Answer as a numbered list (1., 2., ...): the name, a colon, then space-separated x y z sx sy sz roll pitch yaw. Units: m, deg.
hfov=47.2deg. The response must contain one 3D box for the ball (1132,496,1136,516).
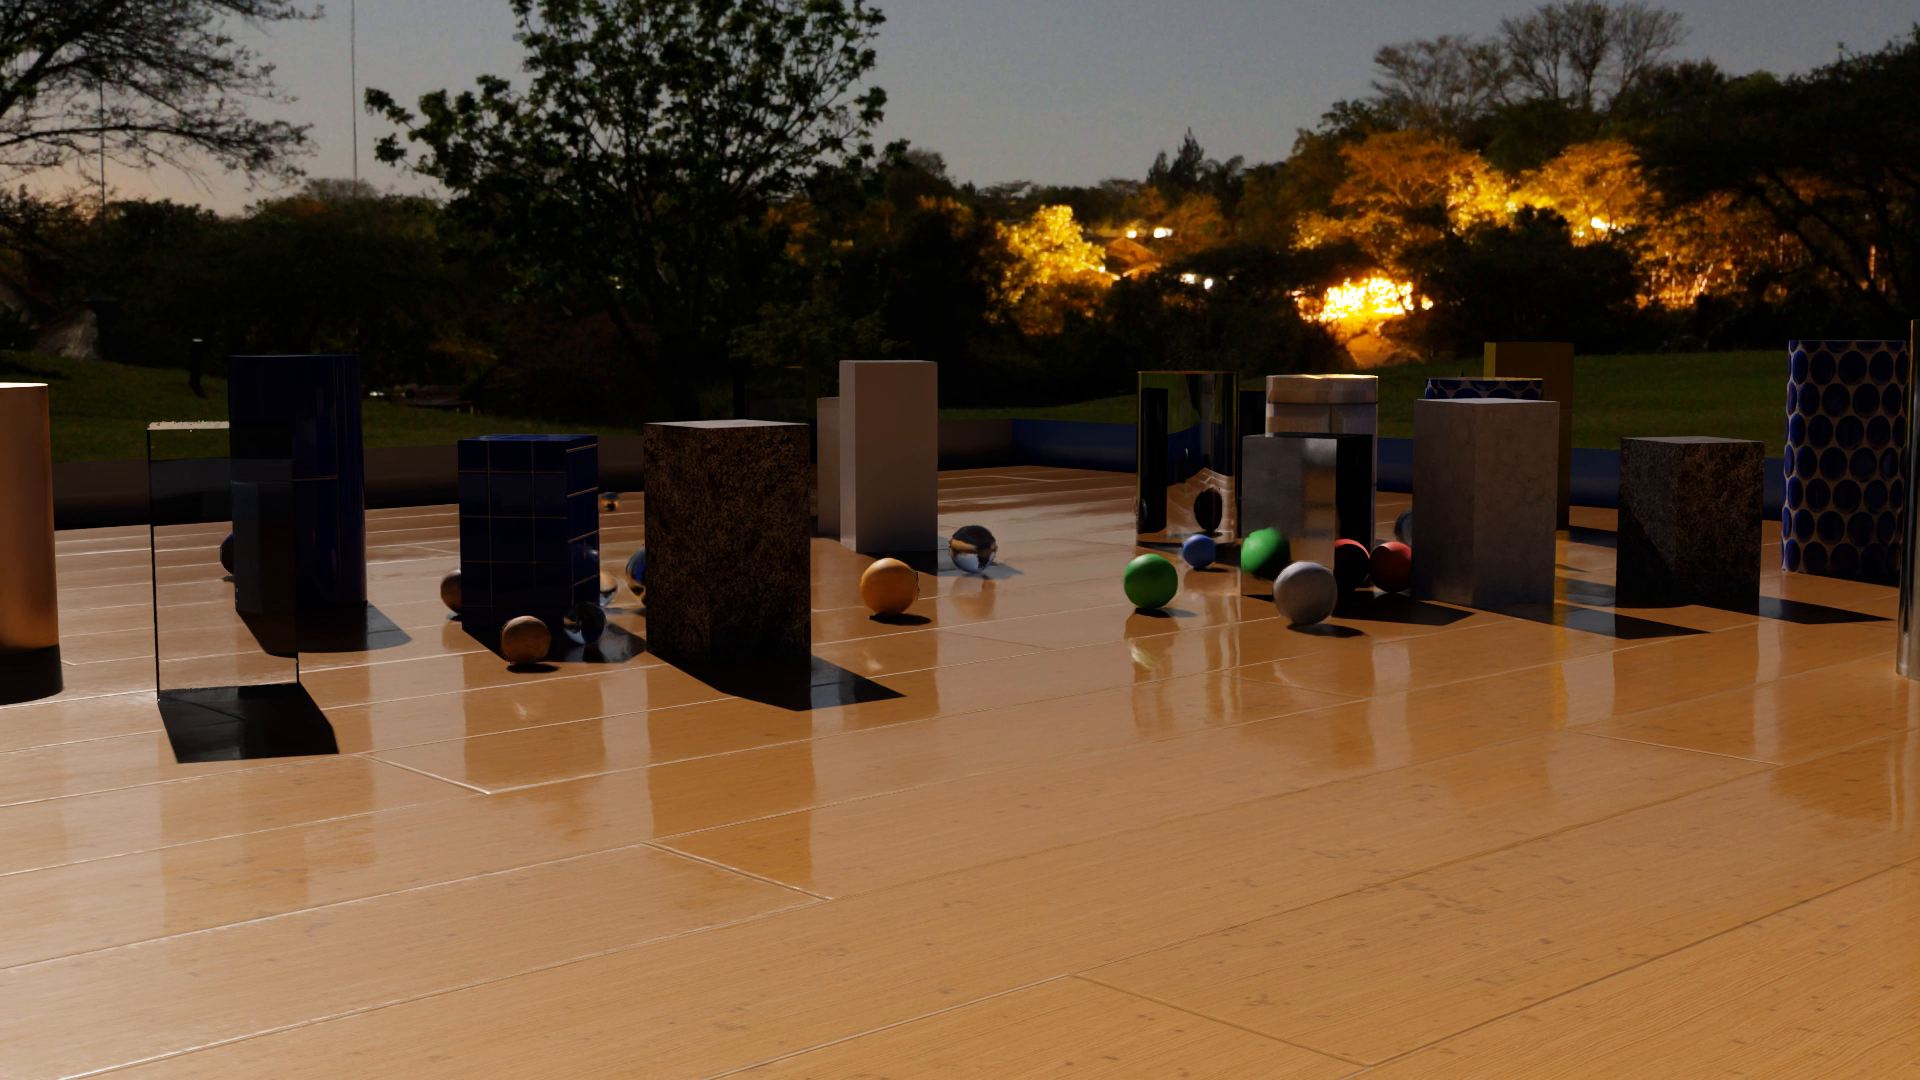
1. ball: 0.398 -0.070 4.469 0.094 0.094 0.094 0 6 0

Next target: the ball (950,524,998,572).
1. ball: 0.022 0.014 3.726 0.081 0.081 0.081 0 6 0

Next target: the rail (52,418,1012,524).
1. rail: -1.459 -0.133 4.905 4.431 0.125 0.045 -6 8 -42

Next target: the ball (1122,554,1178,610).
1. ball: 0.283 0.062 3.268 0.082 0.082 0.082 0 6 0

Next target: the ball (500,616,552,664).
1. ball: -0.544 0.126 2.758 0.062 0.062 0.062 0 6 0

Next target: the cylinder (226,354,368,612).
1. cylinder: -1.000 -0.091 3.321 0.193 0.375 0.193 0 6 0

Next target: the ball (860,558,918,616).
1. ball: -0.104 0.068 3.201 0.083 0.083 0.083 0 6 0

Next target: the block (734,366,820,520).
1. block: -0.388 -0.207 4.681 0.154 0.321 0.154 1 6 7

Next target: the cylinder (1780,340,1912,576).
1. cylinder: 1.505 -0.143 3.741 0.193 0.391 0.193 0 6 0

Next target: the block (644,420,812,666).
1. block: -0.301 -0.002 2.841 0.154 0.298 0.154 -5 8 -39

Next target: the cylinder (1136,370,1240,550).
1. cylinder: 0.429 -0.153 4.147 0.193 0.326 0.193 0 6 0

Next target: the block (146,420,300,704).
1. block: -0.858 0.021 2.564 0.154 0.311 0.154 -2 6 -18

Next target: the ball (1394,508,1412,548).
1. ball: 0.830 -0.016 3.963 0.092 0.092 0.092 0 6 0

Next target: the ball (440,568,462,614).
1. ball: -0.726 0.075 3.219 0.067 0.067 0.067 0 6 0

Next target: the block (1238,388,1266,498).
1. block: 0.607 -0.163 4.454 0.154 0.282 0.154 1 6 11

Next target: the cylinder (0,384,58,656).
1. cylinder: -1.295 -0.030 2.891 0.193 0.345 0.193 0 6 0

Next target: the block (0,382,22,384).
1. block: -1.555 -0.075 3.384 0.154 0.331 0.154 3 7 25

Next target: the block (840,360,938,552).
1. block: -0.134 -0.159 4.102 0.154 0.347 0.154 -1 6 -14

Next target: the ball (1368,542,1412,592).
1. ball: 0.681 0.043 3.456 0.080 0.080 0.080 0 6 0

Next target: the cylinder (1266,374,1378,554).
1. cylinder: 0.629 -0.121 3.837 0.193 0.328 0.193 0 6 0

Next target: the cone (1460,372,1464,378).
1. cone: 0.921 -0.148 4.051 0.193 0.336 0.193 0 6 0

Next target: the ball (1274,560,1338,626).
1. ball: 0.487 0.075 3.101 0.091 0.091 0.091 0 6 0

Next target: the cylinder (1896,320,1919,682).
1. cylinder: 1.241 -0.049 2.647 0.193 0.432 0.193 0 6 0

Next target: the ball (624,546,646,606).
1. ball: -0.451 0.053 3.282 0.096 0.096 0.096 0 6 0

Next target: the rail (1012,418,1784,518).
1. rail: 1.611 -0.123 4.810 0.045 0.125 4.350 -6 8 -42

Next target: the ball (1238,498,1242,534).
1. ball: 0.558 -0.047 4.340 0.075 0.075 0.075 0 6 0

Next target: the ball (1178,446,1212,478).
1. ball: 0.619 -0.205 5.792 0.085 0.085 0.085 0 6 0

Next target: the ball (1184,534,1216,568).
1. ball: 0.414 0.019 3.793 0.057 0.057 0.057 0 6 0

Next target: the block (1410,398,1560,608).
1. block: 0.803 -0.061 3.372 0.154 0.305 0.154 -3 7 -24

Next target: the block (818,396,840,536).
1. block: -0.175 -0.146 4.347 0.154 0.271 0.154 3 7 29

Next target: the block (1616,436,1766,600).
1. block: 1.142 -0.037 3.445 0.154 0.241 0.154 -2 6 -17

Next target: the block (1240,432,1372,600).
1. block: 0.543 -0.040 3.446 0.154 0.248 0.154 4 7 31

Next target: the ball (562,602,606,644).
1. ball: -0.499 0.110 2.925 0.058 0.058 0.058 0 6 0

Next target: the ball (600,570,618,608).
1. ball: -0.541 0.072 3.282 0.059 0.059 0.059 0 6 0

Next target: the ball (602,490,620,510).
1. ball: -0.778 -0.089 4.905 0.040 0.040 0.040 0 6 0

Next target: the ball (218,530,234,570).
1. ball: -1.216 0.018 3.725 0.075 0.075 0.075 0 6 0

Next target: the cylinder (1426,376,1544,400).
1. cylinder: 0.878 -0.107 3.697 0.193 0.328 0.193 0 6 0

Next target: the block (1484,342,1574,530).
1. block: 1.158 -0.215 4.498 0.154 0.376 0.154 1 6 5

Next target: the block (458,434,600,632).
1. block: -0.608 -0.013 3.116 0.154 0.264 0.154 1 6 7
